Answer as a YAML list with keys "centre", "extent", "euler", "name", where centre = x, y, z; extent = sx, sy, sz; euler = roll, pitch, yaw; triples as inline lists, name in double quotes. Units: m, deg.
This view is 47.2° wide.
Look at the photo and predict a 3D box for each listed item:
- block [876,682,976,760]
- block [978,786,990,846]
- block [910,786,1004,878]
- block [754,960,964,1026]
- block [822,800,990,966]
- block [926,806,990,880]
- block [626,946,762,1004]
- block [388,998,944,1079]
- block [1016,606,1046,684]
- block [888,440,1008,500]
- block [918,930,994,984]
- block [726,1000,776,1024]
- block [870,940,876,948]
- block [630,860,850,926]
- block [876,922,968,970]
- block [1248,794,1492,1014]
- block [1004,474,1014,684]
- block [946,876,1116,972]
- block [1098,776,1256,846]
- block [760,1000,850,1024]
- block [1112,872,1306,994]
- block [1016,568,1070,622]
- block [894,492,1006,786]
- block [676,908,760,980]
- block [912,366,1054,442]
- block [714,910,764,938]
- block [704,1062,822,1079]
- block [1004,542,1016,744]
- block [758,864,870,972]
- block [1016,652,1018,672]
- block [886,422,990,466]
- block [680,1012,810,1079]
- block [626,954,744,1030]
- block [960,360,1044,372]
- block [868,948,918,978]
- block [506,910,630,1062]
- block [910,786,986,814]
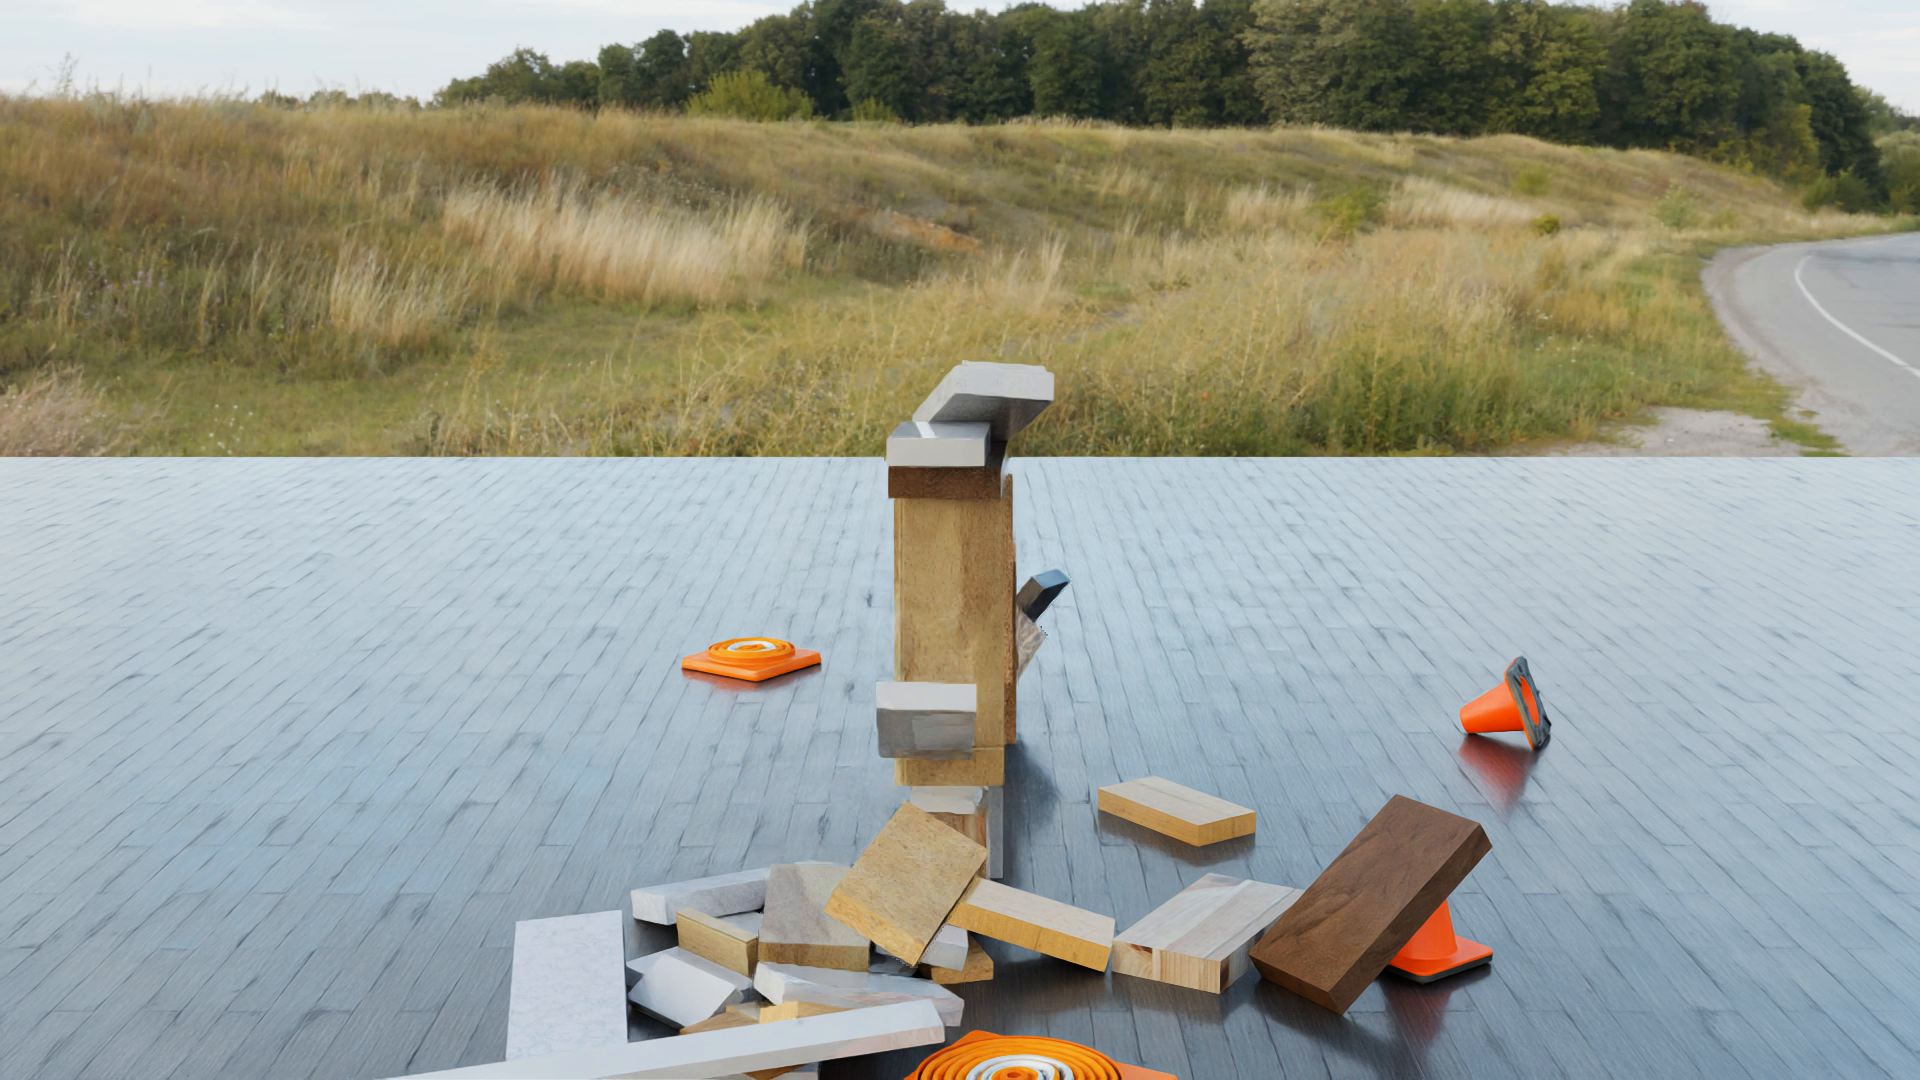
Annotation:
- centre: [-0.051, 0.275, 3.319]
  extent: [0.145, 0.041, 0.291]
  euler: [2, -20, 0]
  name: "block"
- centre: [-0.002, 0.494, 3.636]
  extent: [0.100, 0.200, 0.028]
  euler: [0, 24, 2]
  name: "block"
- centre: [-0.005, 0.427, 3.695]
  extent: [0.155, 0.310, 0.044]
  euler: [0, 26, 1]
  name: "block"
- centre: [-0.142, 0.638, 3.090]
  extent: [0.265, 0.038, 0.133]
  euler: [11, -2, -22]
  name: "block"
- centre: [-0.071, 0.481, 3.110]
  extent: [0.145, 0.041, 0.291]
  euler: [30, 25, 7]
  name: "block"
- centre: [-0.005, 0.517, 3.511]
  extent: [0.100, 0.200, 0.028]
  euler: [2, 25, 9]
  name: "block"
- centre: [-0.398, 0.654, 3.246]
  extent: [0.103, 0.029, 0.206]
  euler: [-10, 14, -43]
  name: "block"
- centre: [-0.652, 0.700, 2.779]
  extent: [1.279, 0.024, 0.085]
  euler: [-6, 14, -12]
  name: "block"
- centre: [0.080, 0.239, 4.737]
  extent: [0.040, 0.141, 0.282]
  euler: [-38, 10, 36]
  name: "block"
- centre: [-0.015, -0.114, 3.496]
  extent: [0.171, 0.049, 0.343]
  euler: [1, 10, 3]
  name: "block"
- centre: [-0.023, 0.631, 3.374]
  extent: [0.096, 0.027, 0.193]
  euler: [-3, 11, -16]
  name: "block"
- centre: [-0.235, 0.670, 3.091]
  extent: [0.172, 0.024, 0.086]
  euler: [4, 5, -43]
  name: "block"
- centre: [-0.200, 0.595, 3.419]
  extent: [0.096, 0.027, 0.193]
  euler: [-5, 11, -27]
  name: "block"
- centre: [-0.353, 0.569, 3.558]
  extent: [0.319, 0.045, 0.159]
  euler: [-5, -2, -28]
  name: "block"
- centre: [-0.061, 0.582, 3.379]
  extent: [0.133, 0.038, 0.266]
  euler: [13, 10, -4]
  name: "block"
- centre: [0.612, 0.538, 3.285]
  extent: [0.355, 0.050, 0.177]
  euler: [-43, 29, -20]
  name: "block"
- centre: [0.001, 0.063, 3.623]
  extent: [0.171, 0.343, 0.049]
  euler: [0, 10, 1]
  name: "block"
- centre: [0.085, 0.579, 3.386]
  extent: [0.304, 0.040, 0.140]
  euler: [17, 10, 4]
  name: "block"
- centre: [0.398, 0.498, 4.057]
  extent: [0.140, 0.040, 0.279]
  euler: [-8, 13, -35]
  name: "block"
- centre: [-0.178, 0.656, 2.994]
  extent: [0.169, 0.024, 0.085]
  euler: [19, -29, -36]
  name: "block"
- centre: [0.396, 0.609, 3.432]
  extent: [0.177, 0.050, 0.355]
  euler: [6, 12, 30]
  name: "block"
- centre: [0.121, 0.186, 4.942]
  extent: [0.040, 0.282, 0.141]
  euler: [45, 24, 15]
  name: "block"
- centre: [-0.017, 0.156, 3.459]
  extent: [0.171, 0.469, 0.049]
  euler: [0, 13, 0]
  name: "block"
- centre: [-0.361, 0.615, 3.294]
  extent: [0.024, 0.086, 0.172]
  euler: [-16, 18, -41]
  name: "block"
- centre: [0.033, -0.212, 3.546]
  extent: [0.157, 0.045, 0.315]
  euler: [4, -12, -13]
  name: "block"
- centre: [-0.339, 0.608, 3.404]
  extent: [0.103, 0.029, 0.206]
  euler: [-5, 3, -27]
  name: "block"
- centre: [-0.291, 0.708, 2.954]
  extent: [0.206, 0.029, 0.103]
  euler: [0, 11, 0]
  name: "block"
- centre: [0.027, 0.206, 4.159]
  extent: [0.157, 0.045, 0.661]
  euler: [0, -34, 2]
  name: "block"
- centre: [-0.216, 0.571, 3.326]
  extent: [0.159, 0.045, 0.319]
  euler: [3, 12, -2]
  name: "block"
- centre: [0.050, 0.222, 4.479]
  extent: [0.139, 0.040, 0.279]
  euler: [36, -8, 8]
  name: "block"
- centre: [-0.030, -0.150, 3.409]
  extent: [0.145, 0.041, 0.291]
  euler: [0, 8, 3]
  name: "block"
- centre: [-0.289, 0.680, 2.957]
  extent: [0.169, 0.024, 0.085]
  euler: [10, 14, 43]
  name: "block"
- centre: [-0.394, 0.653, 3.143]
  extent: [0.172, 0.024, 0.086]
  euler: [11, 48, 45]
  name: "block"
- centre: [0.043, -0.234, 3.644]
  extent: [0.133, 0.038, 0.297]
  euler: [3, -12, -10]
  name: "block"
- centre: [-0.171, 0.640, 3.325]
  extent: [0.193, 0.027, 0.096]
  euler: [4, 11, 20]
  name: "block"
- centre: [-0.545, 0.662, 3.068]
  extent: [0.159, 0.045, 0.609]
  euler: [-5, 13, -9]
  name: "block"
- centre: [-0.014, 0.395, 3.538]
  extent: [0.100, 0.028, 0.200]
  euler: [2, 10, 8]
  name: "block"
